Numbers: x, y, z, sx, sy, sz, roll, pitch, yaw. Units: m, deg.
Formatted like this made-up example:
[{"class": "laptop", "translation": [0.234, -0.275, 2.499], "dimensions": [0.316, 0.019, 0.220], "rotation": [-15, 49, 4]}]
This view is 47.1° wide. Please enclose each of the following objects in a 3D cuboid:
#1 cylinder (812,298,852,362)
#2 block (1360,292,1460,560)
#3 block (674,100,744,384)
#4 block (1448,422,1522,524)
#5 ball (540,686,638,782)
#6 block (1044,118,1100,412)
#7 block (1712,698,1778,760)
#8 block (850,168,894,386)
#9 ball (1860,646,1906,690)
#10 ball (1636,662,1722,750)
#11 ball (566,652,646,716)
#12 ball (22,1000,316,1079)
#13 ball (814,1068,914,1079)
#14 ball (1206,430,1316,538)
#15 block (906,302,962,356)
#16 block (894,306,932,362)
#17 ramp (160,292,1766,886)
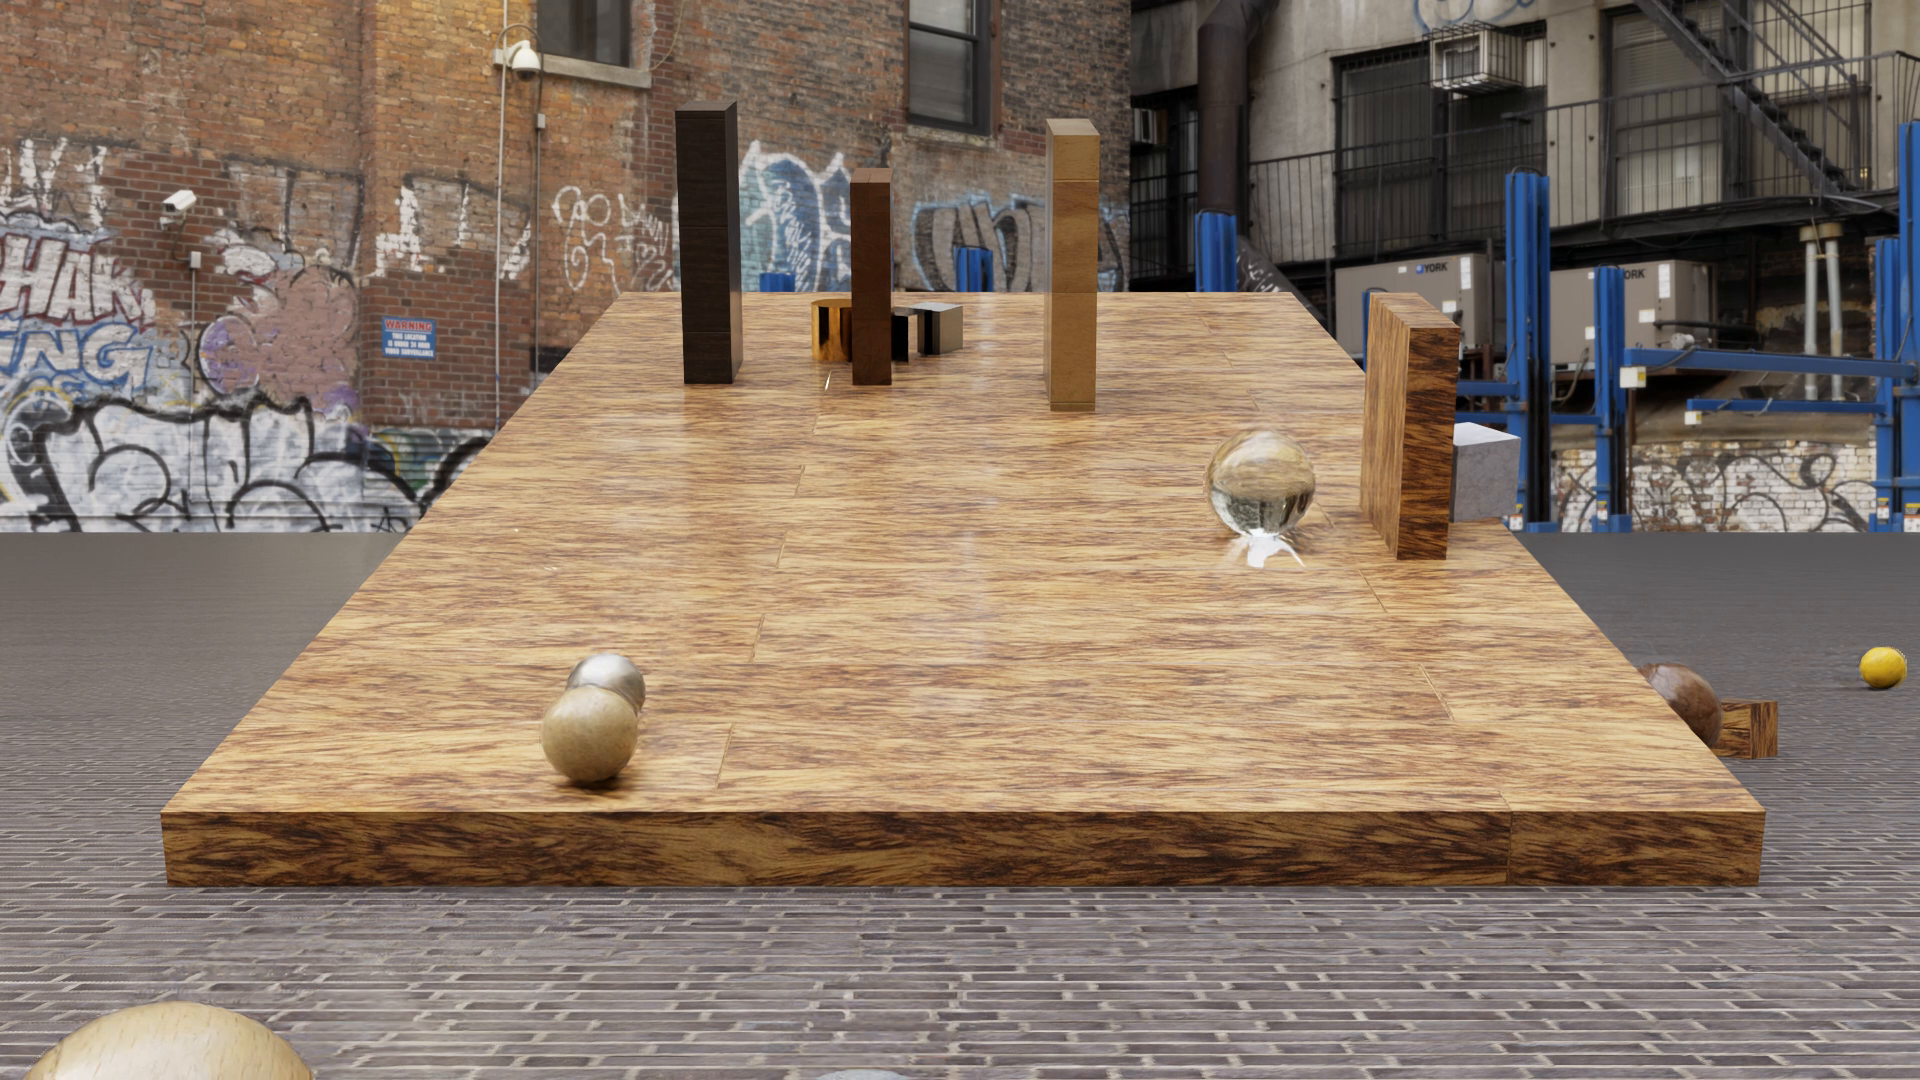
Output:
[{"class": "cylinder", "translation": [-0.308, -0.534, 5.595], "dimensions": [0.138, 0.138, 0.138], "rotation": [0, 16, 0]}, {"class": "block", "translation": [0.801, -0.212, 3.950], "dimensions": [0.085, 0.408, 0.371], "rotation": [0, 16, 0]}, {"class": "block", "translation": [-0.604, -0.725, 5.336], "dimensions": [0.115, 0.645, 0.297], "rotation": [0, 16, 0]}, {"class": "block", "translation": [0.942, -0.128, 4.134], "dimensions": [0.147, 0.147, 0.147], "rotation": [-8, 17, -26]}, {"class": "ball", "translation": [-0.475, 0.249, 2.827], "dimensions": [0.124, 0.124, 0.124], "rotation": [0, 0, 0]}, {"class": "block", "translation": [0.255, -0.646, 5.108], "dimensions": [0.101, 0.617, 0.420], "rotation": [0, 16, 0]}, {"class": "block", "translation": [1.534, 0.371, 4.341], "dimensions": [0.107, 0.107, 0.107], "rotation": [0, 1, -42]}, {"class": "block", "translation": [-0.211, -0.644, 5.351], "dimensions": [0.094, 0.482, 0.316], "rotation": [0, 16, 0]}, {"class": "ball", "translation": [2.554, 0.354, 6.095], "dimensions": [0.117, 0.117, 0.117], "rotation": [0, 0, 0]}, {"class": "ball", "translation": [1.304, 0.326, 4.074], "dimensions": [0.200, 0.200, 0.200], "rotation": [0, 0, 0]}, {"class": "ball", "translation": [-0.484, 0.207, 3.008], "dimensions": [0.108, 0.108, 0.108], "rotation": [0, 0, 0]}, {"class": "ball", "translation": [-0.444, 0.352, 1.229], "dimensions": [0.185, 0.185, 0.185], "rotation": [0, 0, 0]}, {"class": "ball", "translation": [-0.054, 0.370, 1.219], "dimensions": [0.150, 0.150, 0.150], "rotation": [0, 0, 0]}, {"class": "ball", "translation": [0.539, -0.101, 3.949], "dimensions": [0.195, 0.195, 0.195], "rotation": [0, 0, 0]}, {"class": "block", "translation": [-0.070, -0.548, 5.691], "dimensions": [0.112, 0.112, 0.112], "rotation": [9, 18, 30]}, {"class": "block", "translation": [-0.149, -0.526, 5.609], "dimensions": [0.114, 0.114, 0.114], "rotation": [9, 18, 30]}, {"class": "ramp", "translation": [-0.002, -0.154, 4.681], "dimensions": [2.000, 0.100, 4.000], "rotation": [0, 16, 0]}]
